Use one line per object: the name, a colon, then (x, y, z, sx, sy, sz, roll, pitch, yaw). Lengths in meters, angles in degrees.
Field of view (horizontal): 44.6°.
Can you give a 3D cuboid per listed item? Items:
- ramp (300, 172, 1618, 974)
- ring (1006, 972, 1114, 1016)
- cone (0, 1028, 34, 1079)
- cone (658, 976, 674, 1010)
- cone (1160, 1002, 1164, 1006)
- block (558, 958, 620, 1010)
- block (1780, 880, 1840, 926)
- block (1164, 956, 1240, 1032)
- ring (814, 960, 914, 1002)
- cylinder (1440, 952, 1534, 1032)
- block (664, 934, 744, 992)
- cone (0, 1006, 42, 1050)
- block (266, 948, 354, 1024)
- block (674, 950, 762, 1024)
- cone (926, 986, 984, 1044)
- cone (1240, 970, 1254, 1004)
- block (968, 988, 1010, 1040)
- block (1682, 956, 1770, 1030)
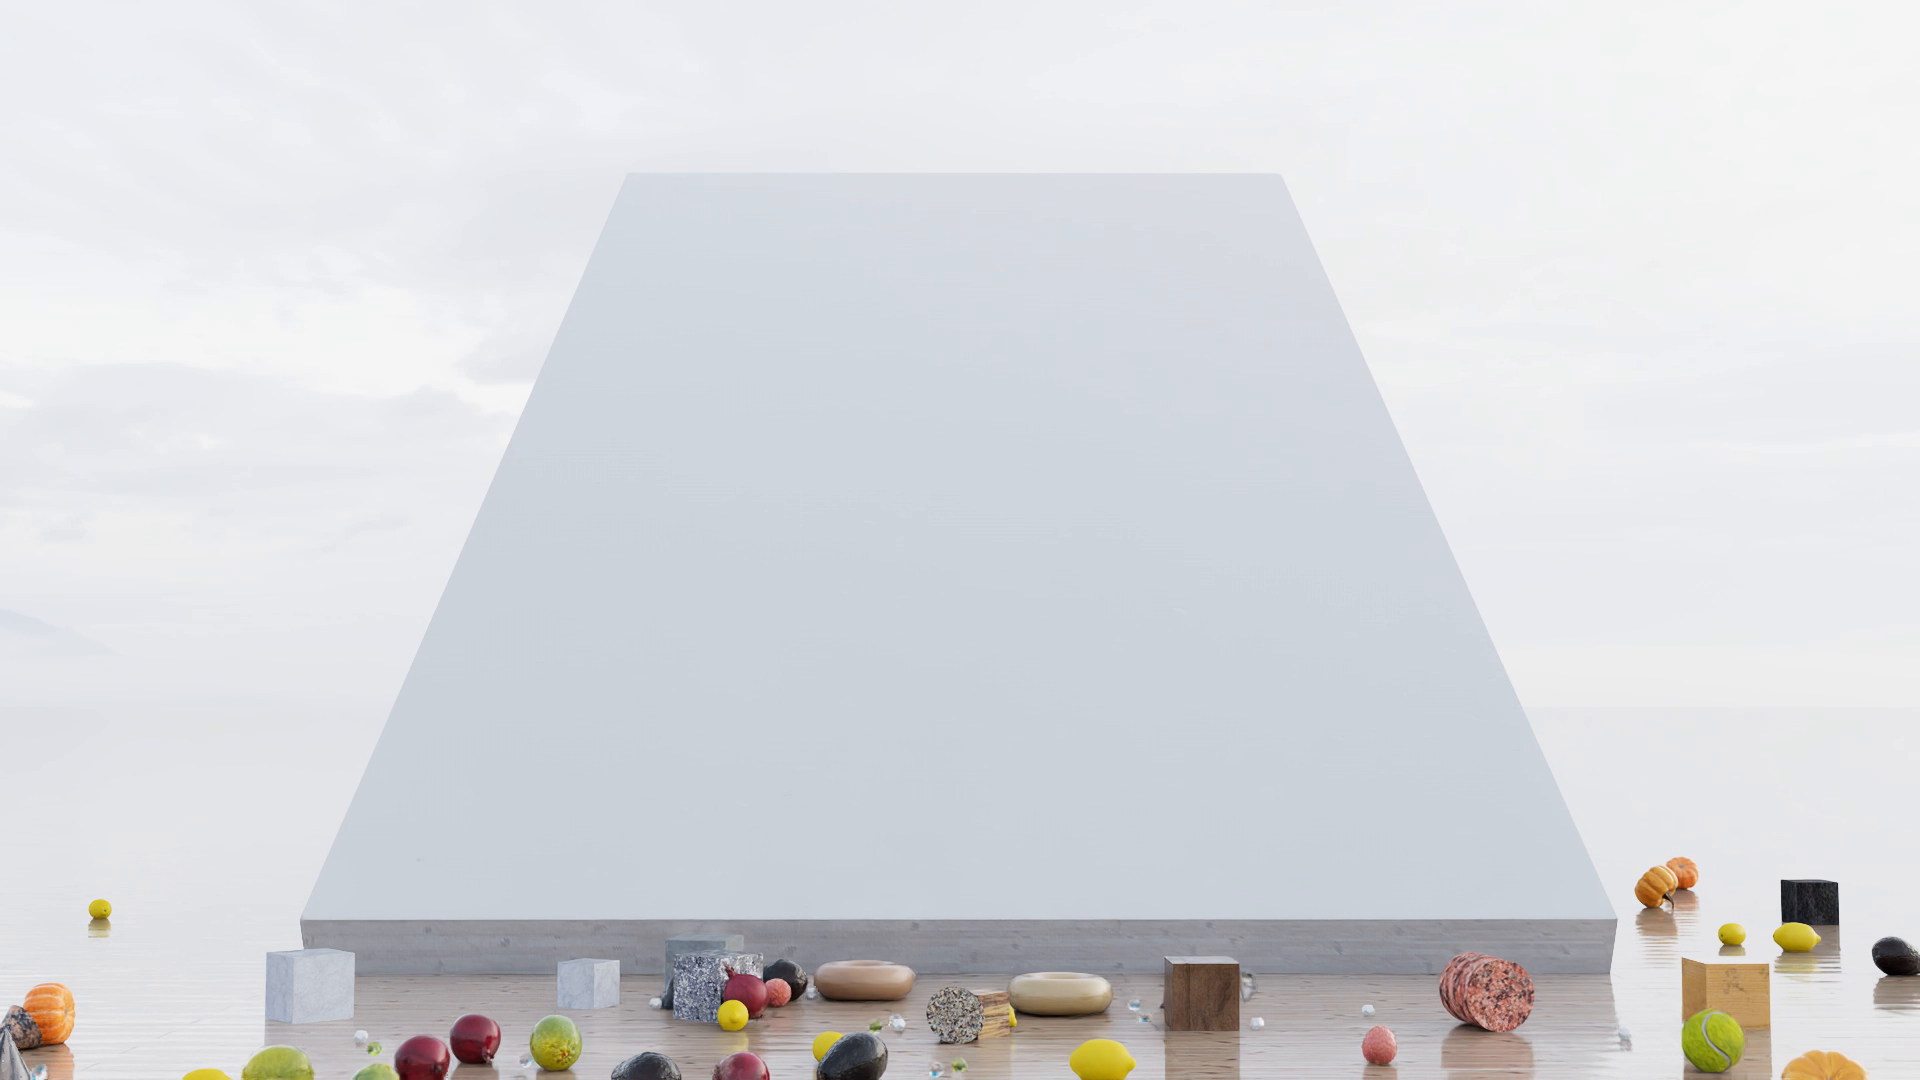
ramp: (-0.009, -0.229, 5.386, 2.000, 0.100, 4.000, 0, 25, 0)
ring: (0.135, 0.613, 3.165, 0.145, 0.048, 0.145, 1, -5, 0)
cone: (-1.011, 0.553, 2.483, 0.072, 0.072, 0.072, 0, -4, 0)
cone: (-0.383, 0.608, 3.206, 0.062, 0.062, 0.062, 0, -4, 0)
cone: (0.302, 0.624, 3.206, 0.067, 0.067, 0.067, -27, -8, 7)
block: (-0.511, 0.610, 3.223, 0.060, 0.060, 0.060, -2, -4, 26)
block: (1.602, 0.683, 4.418, 0.079, 0.079, 0.079, 0, -4, -2)
block: (0.311, 0.584, 3.019, 0.085, 0.085, 0.085, 0, -4, -2)
ring: (-0.135, 0.623, 3.317, 0.144, 0.048, 0.144, 0, -5, 0)
cylinder: (0.677, 0.581, 3.013, 0.091, 0.091, 0.091, 1, -4, -11)
block: (-0.357, 0.600, 3.278, 0.088, 0.088, 0.088, -1, -4, 11)
cone: (-1.142, 0.598, 2.801, 0.060, 0.060, 0.060, -3, 22, 37)
block: (-0.861, 0.589, 3.102, 0.085, 0.085, 0.085, 3, -5, -40)
block: (-0.320, 0.591, 3.107, 0.083, 0.083, 0.083, -3, -5, 36)
cone: (-0.013, 0.602, 2.910, 0.073, 0.073, 0.073, 1, -31, -14)
cone: (0.380, 0.631, 3.264, 0.052, 0.052, 0.052, 0, -31, -6)
block: (0.024, 0.593, 2.936, 0.055, 0.055, 0.055, 4, -5, -43)
block: (0.990, 0.585, 3.032, 0.083, 0.083, 0.083, 0, -4, -4)
